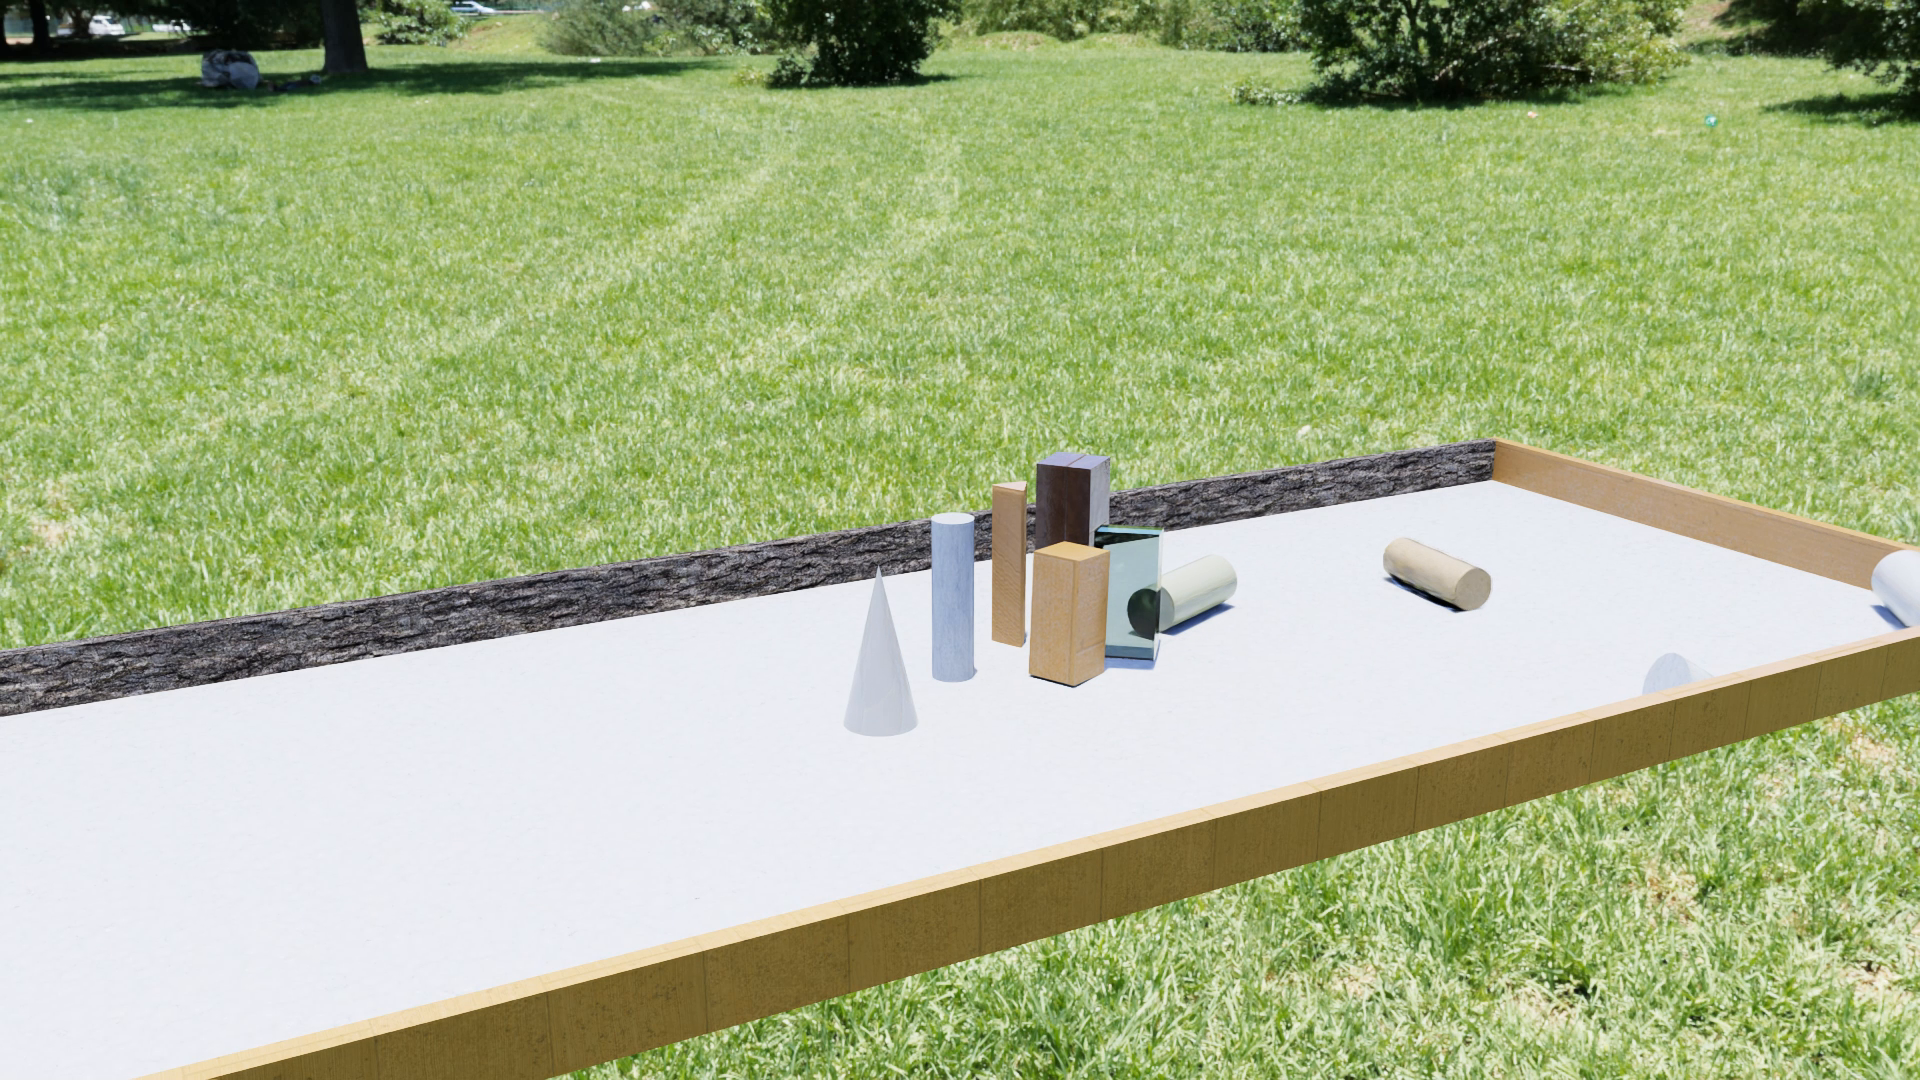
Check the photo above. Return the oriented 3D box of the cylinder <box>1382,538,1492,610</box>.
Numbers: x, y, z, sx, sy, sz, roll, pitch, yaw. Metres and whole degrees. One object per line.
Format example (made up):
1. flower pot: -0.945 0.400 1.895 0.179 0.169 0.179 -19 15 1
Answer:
1. cylinder: 1.386 0.096 4.805 0.126 0.126 0.338 -7 18 -22

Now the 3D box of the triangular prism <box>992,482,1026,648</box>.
1. triangular prism: 0.149 0.061 4.381 0.098 0.432 0.085 12 20 36

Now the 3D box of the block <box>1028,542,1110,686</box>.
1. block: 0.275 0.183 4.151 0.138 0.321 0.138 12 17 36

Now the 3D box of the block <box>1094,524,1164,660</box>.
1. block: 0.433 0.134 4.283 0.165 0.325 0.165 3 7 10

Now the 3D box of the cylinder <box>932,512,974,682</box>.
1. cylinder: -0.018 0.145 4.129 0.107 0.414 0.107 0 16 0

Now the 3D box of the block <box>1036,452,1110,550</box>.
1. block: 0.311 -0.003 4.567 0.156 0.449 0.156 7 18 24

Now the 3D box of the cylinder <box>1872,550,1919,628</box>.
1. cylinder: 2.636 0.167 4.485 0.170 0.170 0.410 3 17 11

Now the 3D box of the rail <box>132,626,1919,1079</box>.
1. rail: -2.336 1.006 1.665 12.000 0.150 0.050 -9 18 -27

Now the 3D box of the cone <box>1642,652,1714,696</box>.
1. cone: 1.800 0.386 3.890 0.311 0.177 0.177 14 14 -11

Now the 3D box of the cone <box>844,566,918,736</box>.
1. cone: -0.187 0.243 3.839 0.179 0.389 0.179 0 16 0

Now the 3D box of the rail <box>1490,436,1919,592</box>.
1. rail: 2.466 -0.048 5.253 0.050 0.150 2.100 -9 18 -27

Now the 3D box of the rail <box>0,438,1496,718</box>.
1. rail: -3.305 0.497 3.399 12.000 0.150 0.050 -9 18 -27

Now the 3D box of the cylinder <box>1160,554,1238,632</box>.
1. cylinder: 0.629 0.146 4.607 0.142 0.142 0.328 13 21 38
